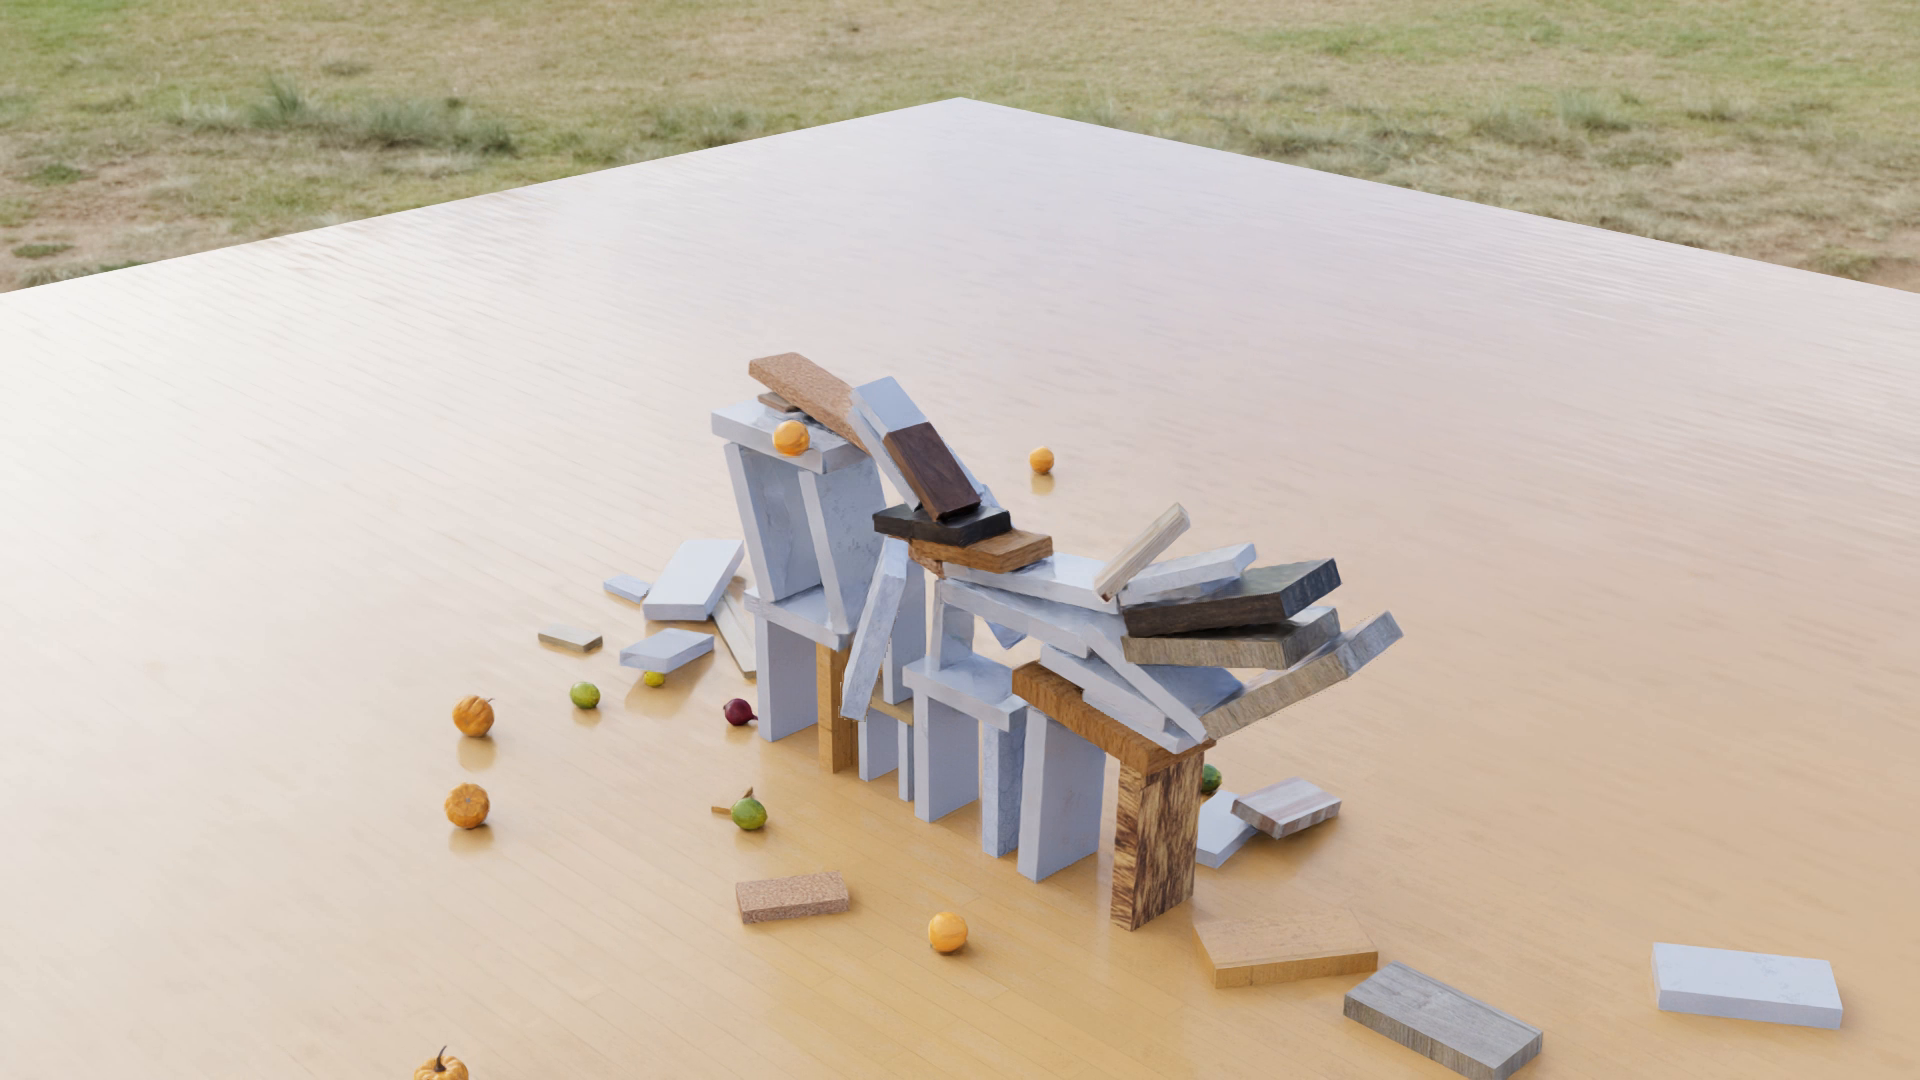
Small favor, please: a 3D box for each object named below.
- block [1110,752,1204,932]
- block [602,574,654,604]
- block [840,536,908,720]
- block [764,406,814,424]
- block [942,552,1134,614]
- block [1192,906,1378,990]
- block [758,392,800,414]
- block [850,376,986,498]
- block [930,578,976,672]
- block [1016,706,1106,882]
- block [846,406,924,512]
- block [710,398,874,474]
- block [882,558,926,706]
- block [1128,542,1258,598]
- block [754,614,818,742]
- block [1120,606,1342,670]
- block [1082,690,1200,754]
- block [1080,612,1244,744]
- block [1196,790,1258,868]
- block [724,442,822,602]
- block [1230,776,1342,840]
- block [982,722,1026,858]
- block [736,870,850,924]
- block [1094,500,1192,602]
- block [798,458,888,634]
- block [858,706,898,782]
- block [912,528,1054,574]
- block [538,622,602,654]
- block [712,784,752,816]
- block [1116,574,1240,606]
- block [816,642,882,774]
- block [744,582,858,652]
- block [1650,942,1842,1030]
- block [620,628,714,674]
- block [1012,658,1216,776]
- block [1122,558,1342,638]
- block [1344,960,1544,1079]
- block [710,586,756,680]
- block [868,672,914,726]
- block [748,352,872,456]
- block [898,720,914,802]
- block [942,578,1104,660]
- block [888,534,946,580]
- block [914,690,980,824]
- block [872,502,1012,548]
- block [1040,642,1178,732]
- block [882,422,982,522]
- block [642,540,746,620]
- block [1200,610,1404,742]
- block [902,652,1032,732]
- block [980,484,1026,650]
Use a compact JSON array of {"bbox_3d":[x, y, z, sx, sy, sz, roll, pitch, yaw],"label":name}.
[{"bbox_3d":[0.365,0.529,4.054,0.178,0.356,0.050,-21,33,-40],"label":"block"},{"bbox_3d":[-0.813,0.120,5.452,0.139,0.020,0.069,19,30,38],"label":"block"},{"bbox_3d":[-0.160,0.165,4.099,0.044,0.308,0.154,14,25,-7],"label":"block"},{"bbox_3d":[-0.349,-0.260,4.502,0.099,0.014,0.050,21,27,40],"label":"block"},{"bbox_3d":[0.168,0.065,4.078,0.437,0.037,0.130,11,25,44],"label":"block"},{"bbox_3d":[0.585,0.735,3.973,0.301,0.042,0.150,-4,23,-10],"label":"block"},{"bbox_3d":[-0.368,-0.283,4.521,0.049,0.014,0.099,-14,26,-37],"label":"block"},{"bbox_3d":[-0.084,-0.187,4.270,0.100,0.028,0.310,-23,66,-41],"label":"block"},{"bbox_3d":[-0.012,0.154,4.311,0.027,0.191,0.095,26,34,36],"label":"block"},{"bbox_3d":[0.199,0.461,4.210,0.178,0.356,0.050,-19,32,-41],"label":"block"},{"bbox_3d":[-0.108,-0.173,4.297,0.119,0.034,0.239,-21,68,-40],"label":"block"},{"bbox_3d":[-0.334,-0.220,4.492,0.338,0.048,0.169,21,31,40],"label":"block"},{"bbox_3d":[-0.112,0.173,4.424,0.095,0.312,0.027,-21,30,-40],"label":"block"},{"bbox_3d":[0.395,0.050,3.735,0.200,0.028,0.100,-14,10,31],"label":"block"},{"bbox_3d":[-0.368,0.275,4.736,0.042,0.294,0.147,21,31,40],"label":"block"},{"bbox_3d":[0.462,0.163,3.771,0.338,0.048,0.169,0,19,44],"label":"block"},{"bbox_3d":[0.343,0.304,3.950,0.115,0.033,0.229,-20,35,-39],"label":"block"},{"bbox_3d":[0.369,0.226,3.890,0.293,0.042,0.147,41,42,24],"label":"block"},{"bbox_3d":[0.514,0.573,4.369,0.115,0.033,0.229,15,27,31],"label":"block"},{"bbox_3d":[-0.378,-0.058,4.604,0.048,0.338,0.169,-1,16,45],"label":"block"},{"bbox_3d":[0.653,0.532,4.391,0.115,0.033,0.229,27,23,34],"label":"block"},{"bbox_3d":[0.109,0.465,4.298,0.144,0.287,0.041,-21,31,-41],"label":"block"},{"bbox_3d":[-0.316,0.672,4.140,0.201,0.028,0.100,-5,24,-12],"label":"block"},{"bbox_3d":[0.319,0.020,3.854,0.200,0.028,0.100,-43,9,12],"label":"block"},{"bbox_3d":[-0.215,0.002,4.463,0.048,0.338,0.169,0,16,46],"label":"block"},{"bbox_3d":[-0.169,0.404,4.577,0.026,0.181,0.090,21,31,40],"label":"block"},{"bbox_3d":[0.041,0.010,4.161,0.130,0.037,0.260,-20,20,-35],"label":"block"},{"bbox_3d":[-0.920,0.230,5.193,0.139,0.020,0.069,13,26,28],"label":"block"},{"bbox_3d":[-0.465,0.530,4.494,0.049,0.014,0.099,7,24,16],"label":"block"},{"bbox_3d":[0.377,0.075,3.809,0.100,0.028,0.200,-26,11,-40],"label":"block"},{"bbox_3d":[-0.229,0.328,4.610,0.042,0.294,0.147,21,31,40],"label":"block"},{"bbox_3d":[-0.301,0.147,4.607,0.294,0.042,0.147,21,31,40],"label":"block"},{"bbox_3d":[1.378,0.782,3.864,0.300,0.042,0.150,5,23,11],"label":"block"},{"bbox_3d":[-0.673,0.253,5.064,0.119,0.034,0.238,8,14,19],"label":"block"},{"bbox_3d":[0.281,0.306,4.032,0.178,0.050,0.356,-18,34,-37],"label":"block"},{"bbox_3d":[0.460,0.099,3.741,0.338,0.048,0.169,-10,12,45],"label":"block"},{"bbox_3d":[0.824,0.826,3.760,0.150,0.042,0.300,-21,31,-41],"label":"block"},{"bbox_3d":[-0.553,0.194,5.275,0.069,0.020,0.595,-10,25,-16],"label":"block"},{"bbox_3d":[-0.127,0.325,4.498,0.181,0.026,0.090,21,31,41],"label":"block"},{"bbox_3d":[-0.261,-0.282,4.483,0.119,0.034,0.422,-15,35,-38],"label":"block"},{"bbox_3d":[-0.084,0.437,4.498,0.026,0.181,0.090,21,31,40],"label":"block"},{"bbox_3d":[0.148,0.125,4.100,0.147,0.042,0.373,-22,30,-40],"label":"block"},{"bbox_3d":[-0.041,0.026,4.291,0.191,0.027,0.095,33,35,30],"label":"block"},{"bbox_3d":[-0.027,0.412,4.422,0.041,0.287,0.144,21,31,41],"label":"block"},{"bbox_3d":[-0.036,-0.036,4.224,0.130,0.037,0.260,-20,19,-36],"label":"block"},{"bbox_3d":[0.302,0.242,3.973,0.293,0.042,0.147,28,35,36],"label":"block"},{"bbox_3d":[-0.054,-0.131,4.195,0.100,0.028,0.201,-18,63,-32],"label":"block"},{"bbox_3d":[-0.654,0.096,5.429,0.154,0.044,0.374,1,24,10],"label":"block"},{"bbox_3d":[0.569,0.230,3.690,0.169,0.048,0.338,-30,-3,-42],"label":"block"},{"bbox_3d":[0.040,0.287,4.296,0.287,0.041,0.144,21,31,40],"label":"block"},{"bbox_3d":[0.071,0.054,4.509,0.154,0.308,0.044,-37,-11,12],"label":"block"}]
